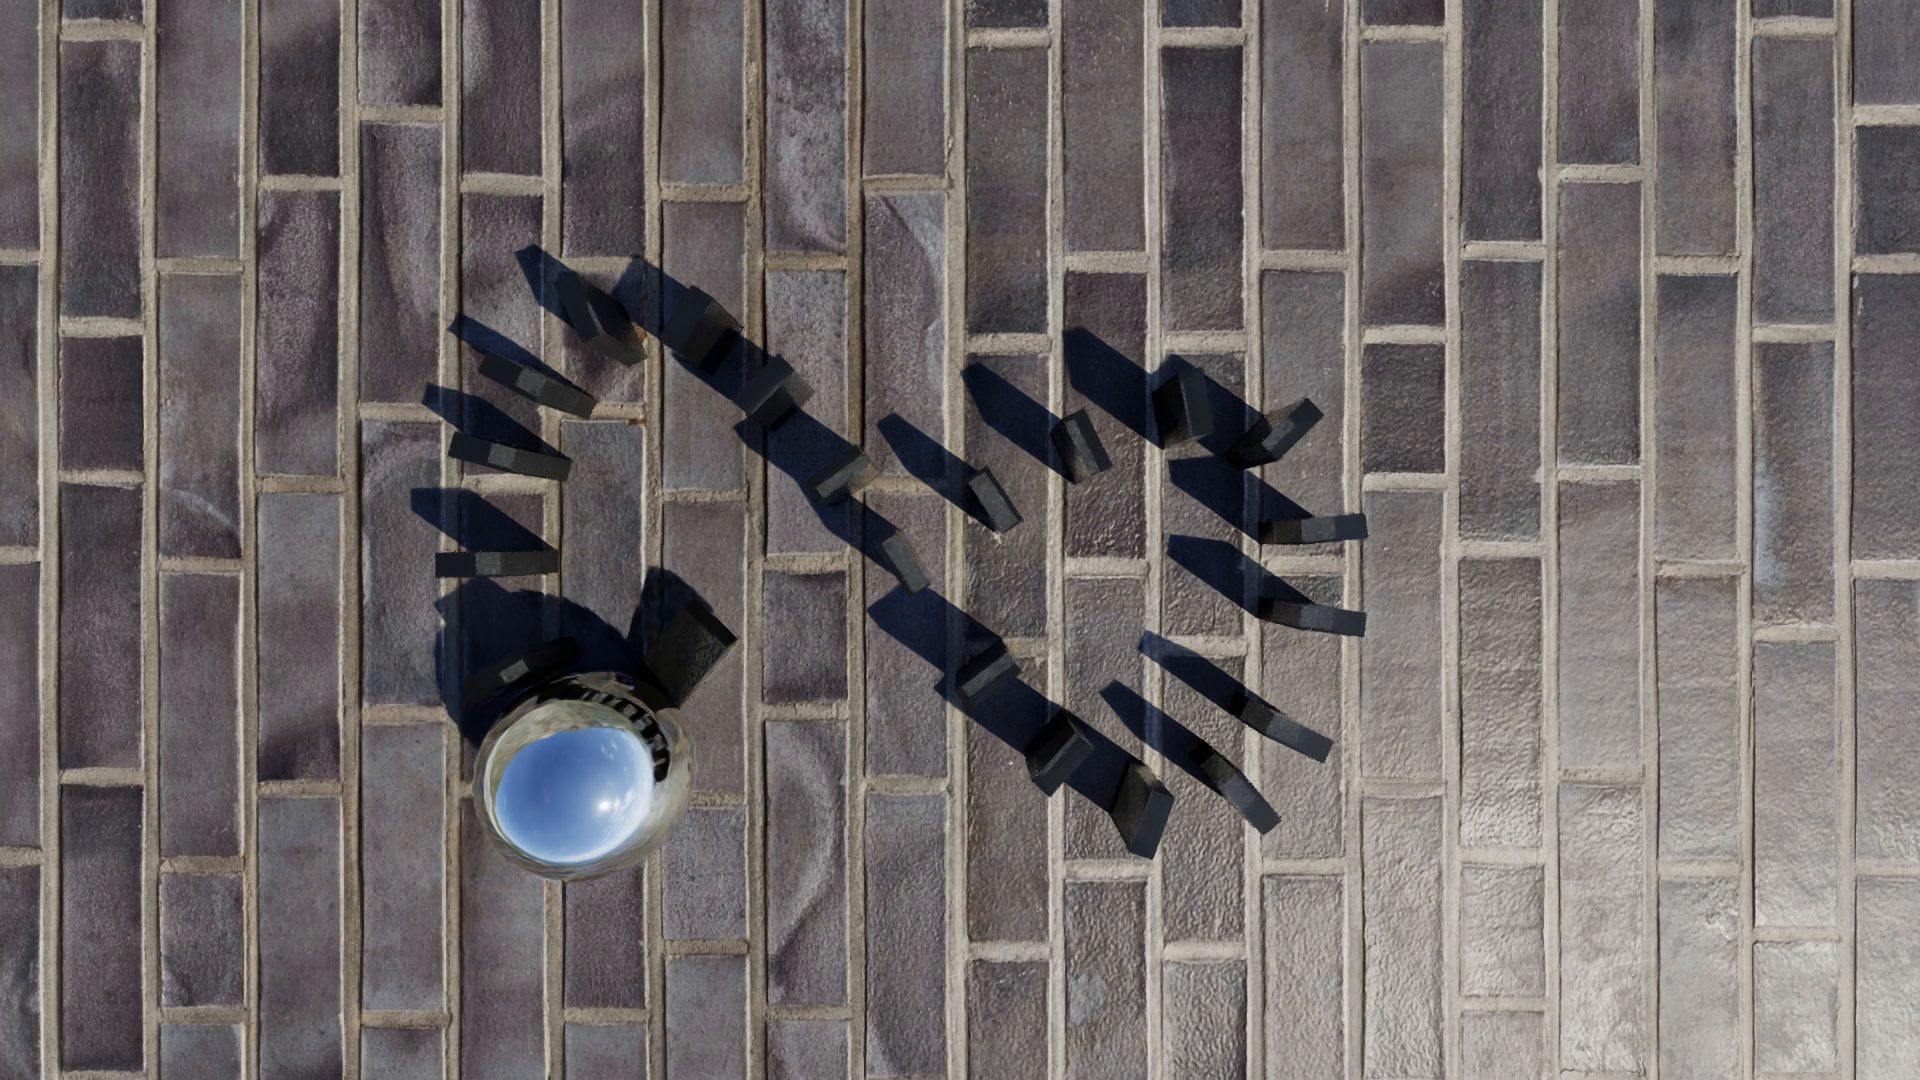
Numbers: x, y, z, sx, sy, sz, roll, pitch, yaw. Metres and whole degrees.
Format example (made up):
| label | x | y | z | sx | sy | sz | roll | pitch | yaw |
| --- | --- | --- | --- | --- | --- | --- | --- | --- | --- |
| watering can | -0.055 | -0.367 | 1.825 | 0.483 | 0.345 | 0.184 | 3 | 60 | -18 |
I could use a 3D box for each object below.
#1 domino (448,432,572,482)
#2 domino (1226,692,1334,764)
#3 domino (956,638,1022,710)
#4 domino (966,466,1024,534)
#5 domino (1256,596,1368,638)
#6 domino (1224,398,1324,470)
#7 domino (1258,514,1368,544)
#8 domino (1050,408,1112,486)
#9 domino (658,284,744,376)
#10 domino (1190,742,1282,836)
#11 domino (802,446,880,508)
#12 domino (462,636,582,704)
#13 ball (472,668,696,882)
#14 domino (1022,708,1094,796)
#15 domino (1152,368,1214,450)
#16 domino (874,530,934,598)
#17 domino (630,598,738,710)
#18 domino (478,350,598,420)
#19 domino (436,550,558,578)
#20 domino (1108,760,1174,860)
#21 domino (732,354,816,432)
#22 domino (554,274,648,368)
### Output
| label | x | y | z | sx | sy | sz | roll | pitch | yaw |
| --- | --- | --- | --- | --- | --- | --- | --- | --- | --- |
| domino | -0.183 | -0.033 | 0.375 | 0.025 | 0.050 | 0.009 | 16 | 90 | 0 |
| domino | 0.130 | 0.076 | 0.375 | 0.025 | 0.050 | 0.010 | 25 | 90 | 0 |
| domino | 0.011 | 0.054 | 0.375 | 0.025 | 0.050 | 0.009 | -37 | 90 | 0 |
| domino | 0.013 | -0.015 | 0.375 | 0.009 | 0.050 | 0.025 | -34 | 90 | 0 |
| domino | 0.143 | 0.031 | 0.375 | 0.025 | 0.050 | 0.010 | 7 | 90 | 0 |
| domino | 0.127 | -0.042 | 0.375 | 0.025 | 0.050 | 0.009 | -44 | 90 | 0 |
| domino | 0.143 | -0.004 | 0.375 | 0.025 | 0.050 | 0.009 | -6 | 90 | 0 |
| domino | 0.049 | -0.037 | 0.375 | 0.009 | 0.050 | 0.025 | -27 | 90 | 0 |
| domino | -0.105 | -0.085 | 0.375 | 0.010 | 0.050 | 0.025 | 32 | 90 | 0 |
| domino | 0.112 | 0.101 | 0.375 | 0.010 | 0.050 | 0.025 | -40 | 90 | 0 |
| domino | -0.047 | -0.025 | 0.375 | 0.025 | 0.050 | 0.010 | -36 | 90 | 0 |
| domino | -0.178 | 0.052 | 0.375 | 0.025 | 0.050 | 0.009 | -32 | 90 | 0 |
| ball | -0.145 | 0.091 | 0.357 | 0.080 | 0.080 | 0.080 | 0 | 90 | 0 |
| domino | 0.039 | 0.086 | 0.375 | 0.009 | 0.050 | 0.025 | 42 | 90 | 0 |
| domino | 0.090 | -0.052 | 0.375 | 0.009 | 0.050 | 0.025 | -10 | 90 | 0 |
| domino | -0.022 | 0.009 | 0.375 | 0.009 | 0.050 | 0.025 | -33 | 90 | 0 |
| domino | -0.118 | 0.051 | 0.386 | 0.025 | 0.010 | 0.050 | 43 | 114 | 0 |
| domino | -0.171 | -0.063 | 0.375 | 0.025 | 0.050 | 0.009 | 28 | 90 | 0 |
| domino | -0.188 | 0.010 | 0.375 | 0.025 | 0.050 | 0.009 | 0 | 90 | 0 |
| domino | 0.073 | 0.109 | 0.375 | 0.009 | 0.050 | 0.025 | 20 | 90 | 0 |
| domino | -0.075 | -0.059 | 0.375 | 0.025 | 0.050 | 0.010 | -45 | 90 | 0 |
| domino | -0.146 | -0.089 | 0.375 | 0.010 | 0.050 | 0.025 | -25 | 90 | 0 |
